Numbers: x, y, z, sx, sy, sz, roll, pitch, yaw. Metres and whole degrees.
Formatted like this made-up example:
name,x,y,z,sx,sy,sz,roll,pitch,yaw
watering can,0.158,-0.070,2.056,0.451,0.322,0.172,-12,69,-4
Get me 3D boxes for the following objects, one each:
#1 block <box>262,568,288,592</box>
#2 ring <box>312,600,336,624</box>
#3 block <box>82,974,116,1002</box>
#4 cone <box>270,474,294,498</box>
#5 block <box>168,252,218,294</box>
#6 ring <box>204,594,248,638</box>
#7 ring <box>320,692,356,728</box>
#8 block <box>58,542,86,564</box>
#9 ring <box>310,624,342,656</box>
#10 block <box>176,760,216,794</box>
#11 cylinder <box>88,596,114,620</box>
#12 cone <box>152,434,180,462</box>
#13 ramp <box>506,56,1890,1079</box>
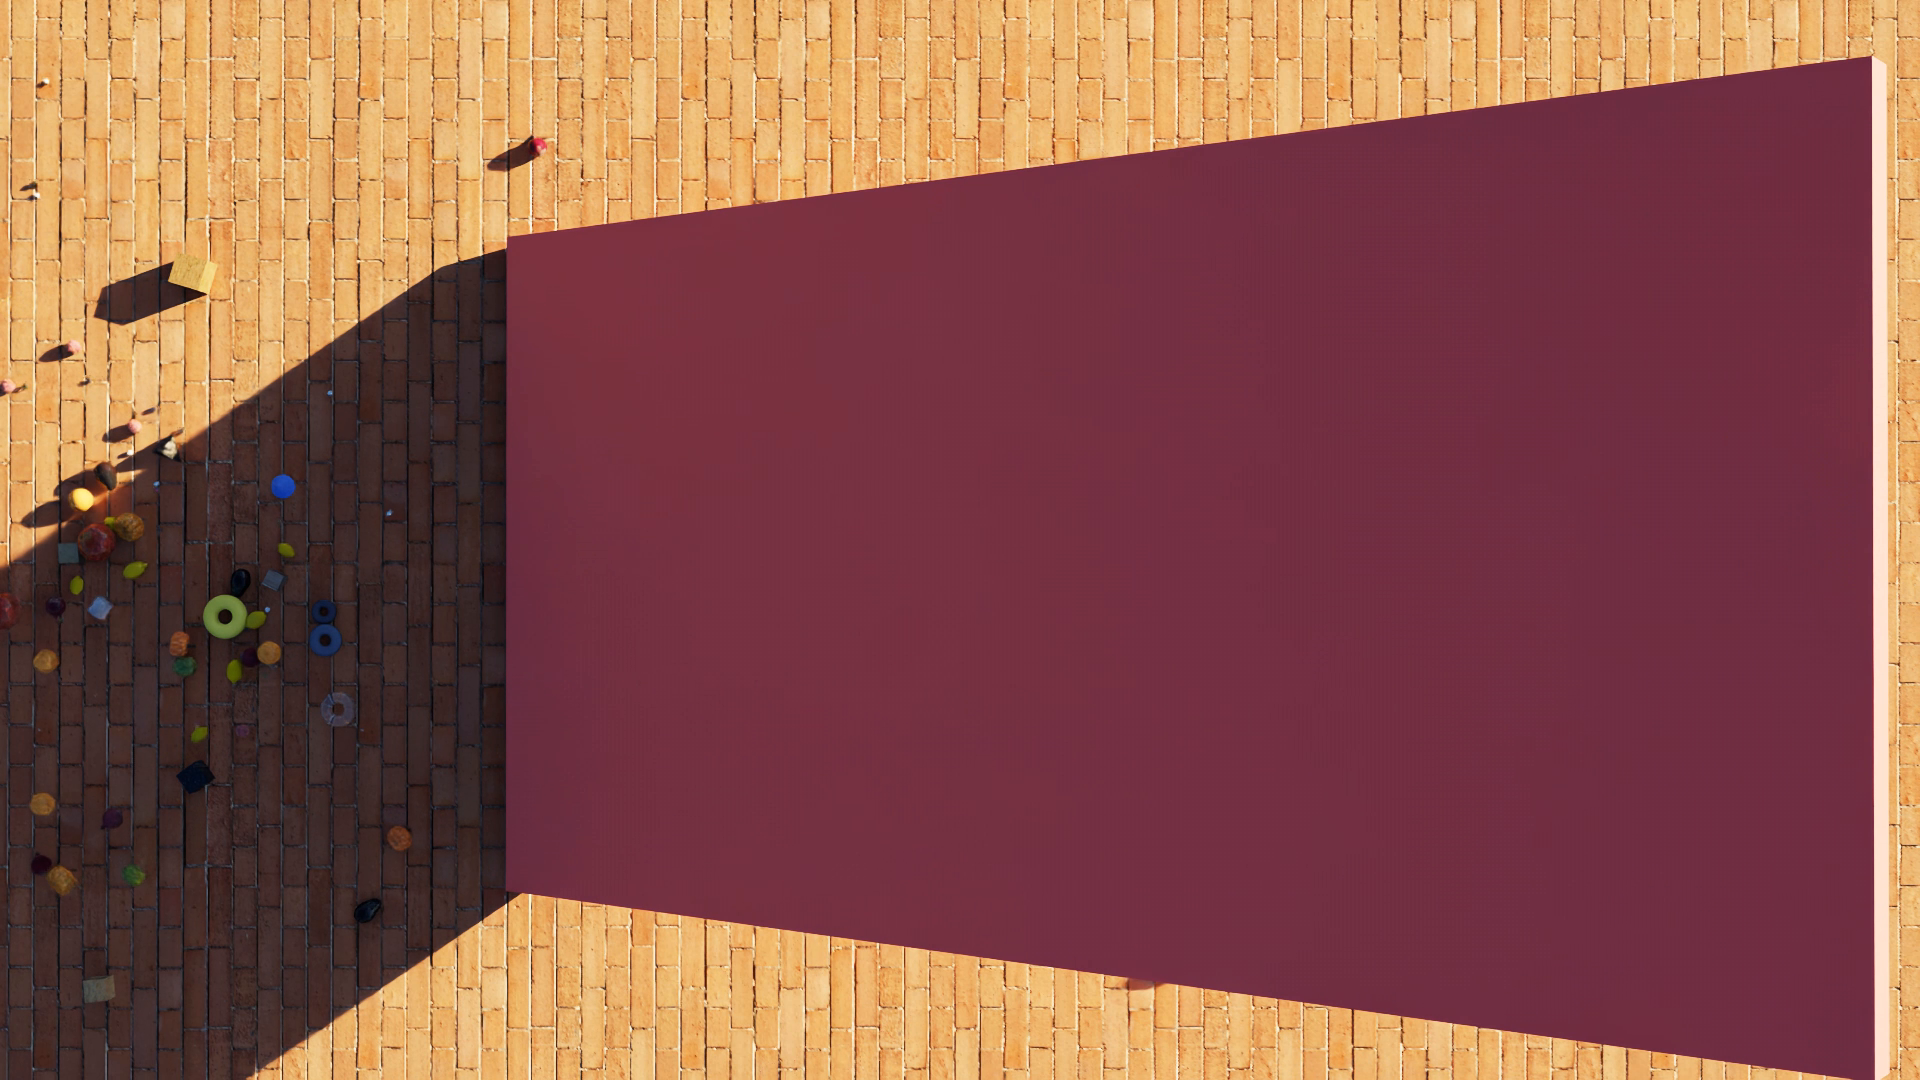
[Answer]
name,x,y,z,sx,sy,sz,roll,pitch,yaw
block,-2.111,0.123,6.779,0.051,0.051,0.051,26,90,0
ring,-1.964,0.222,6.791,0.078,0.026,0.078,0,89,-1
block,-2.647,1.380,6.762,0.068,0.068,0.068,-6,90,0
cone,-2.096,-0.166,6.769,0.075,0.075,0.075,0,90,0
block,-2.359,-0.821,6.763,0.096,0.096,0.096,17,90,0
ring,-2.265,0.237,6.781,0.138,0.046,0.138,0,90,1
ring,-1.917,0.522,6.783,0.111,0.037,0.111,0,90,1
block,-2.735,0.040,6.775,0.061,0.061,0.061,-3,90,0
ring,-1.958,0.310,6.786,0.103,0.034,0.103,0,91,1
block,-2.351,0.729,6.765,0.071,0.071,0.071,-37,90,0
cylinder,-2.648,0.210,6.778,0.052,0.052,0.052,36,90,0
cone,-2.432,-0.267,6.789,0.083,0.083,0.083,-37,117,0
ramp,0.226,0.064,5.543,4.000,0.100,2.000,0,89,38
